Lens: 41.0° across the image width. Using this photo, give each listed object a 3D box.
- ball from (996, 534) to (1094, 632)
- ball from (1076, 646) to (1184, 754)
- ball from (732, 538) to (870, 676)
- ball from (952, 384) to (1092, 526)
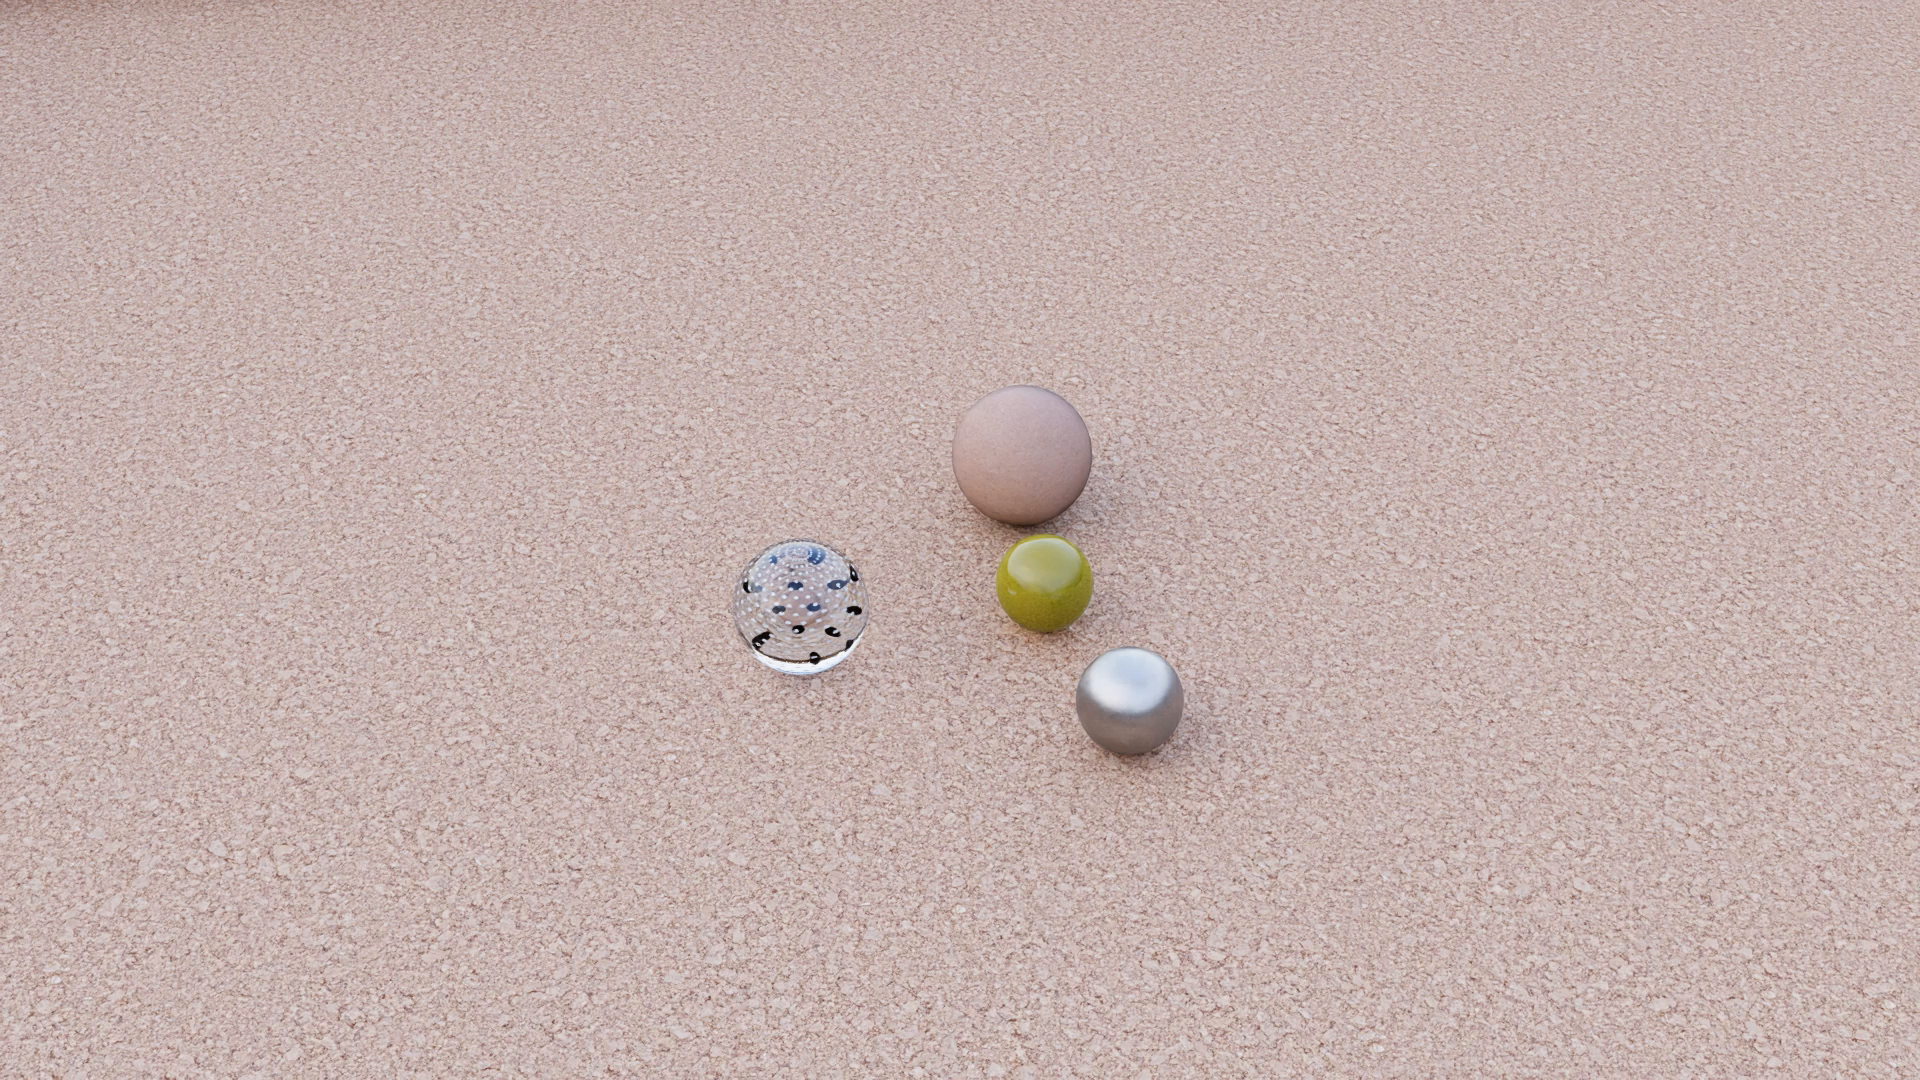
[{"bbox_3d":[0.051,0.026,1.530,0.059,0.059,0.059,0,36,0],"label":"ball"},{"bbox_3d":[0.095,0.090,1.441,0.061,0.061,0.061,0,36,0],"label":"ball"},{"bbox_3d":[-0.093,0.039,1.495,0.080,0.080,0.080,0,36,0],"label":"ball"},{"bbox_3d":[0.039,-0.053,1.612,0.089,0.089,0.089,0,36,0],"label":"ball"}]
